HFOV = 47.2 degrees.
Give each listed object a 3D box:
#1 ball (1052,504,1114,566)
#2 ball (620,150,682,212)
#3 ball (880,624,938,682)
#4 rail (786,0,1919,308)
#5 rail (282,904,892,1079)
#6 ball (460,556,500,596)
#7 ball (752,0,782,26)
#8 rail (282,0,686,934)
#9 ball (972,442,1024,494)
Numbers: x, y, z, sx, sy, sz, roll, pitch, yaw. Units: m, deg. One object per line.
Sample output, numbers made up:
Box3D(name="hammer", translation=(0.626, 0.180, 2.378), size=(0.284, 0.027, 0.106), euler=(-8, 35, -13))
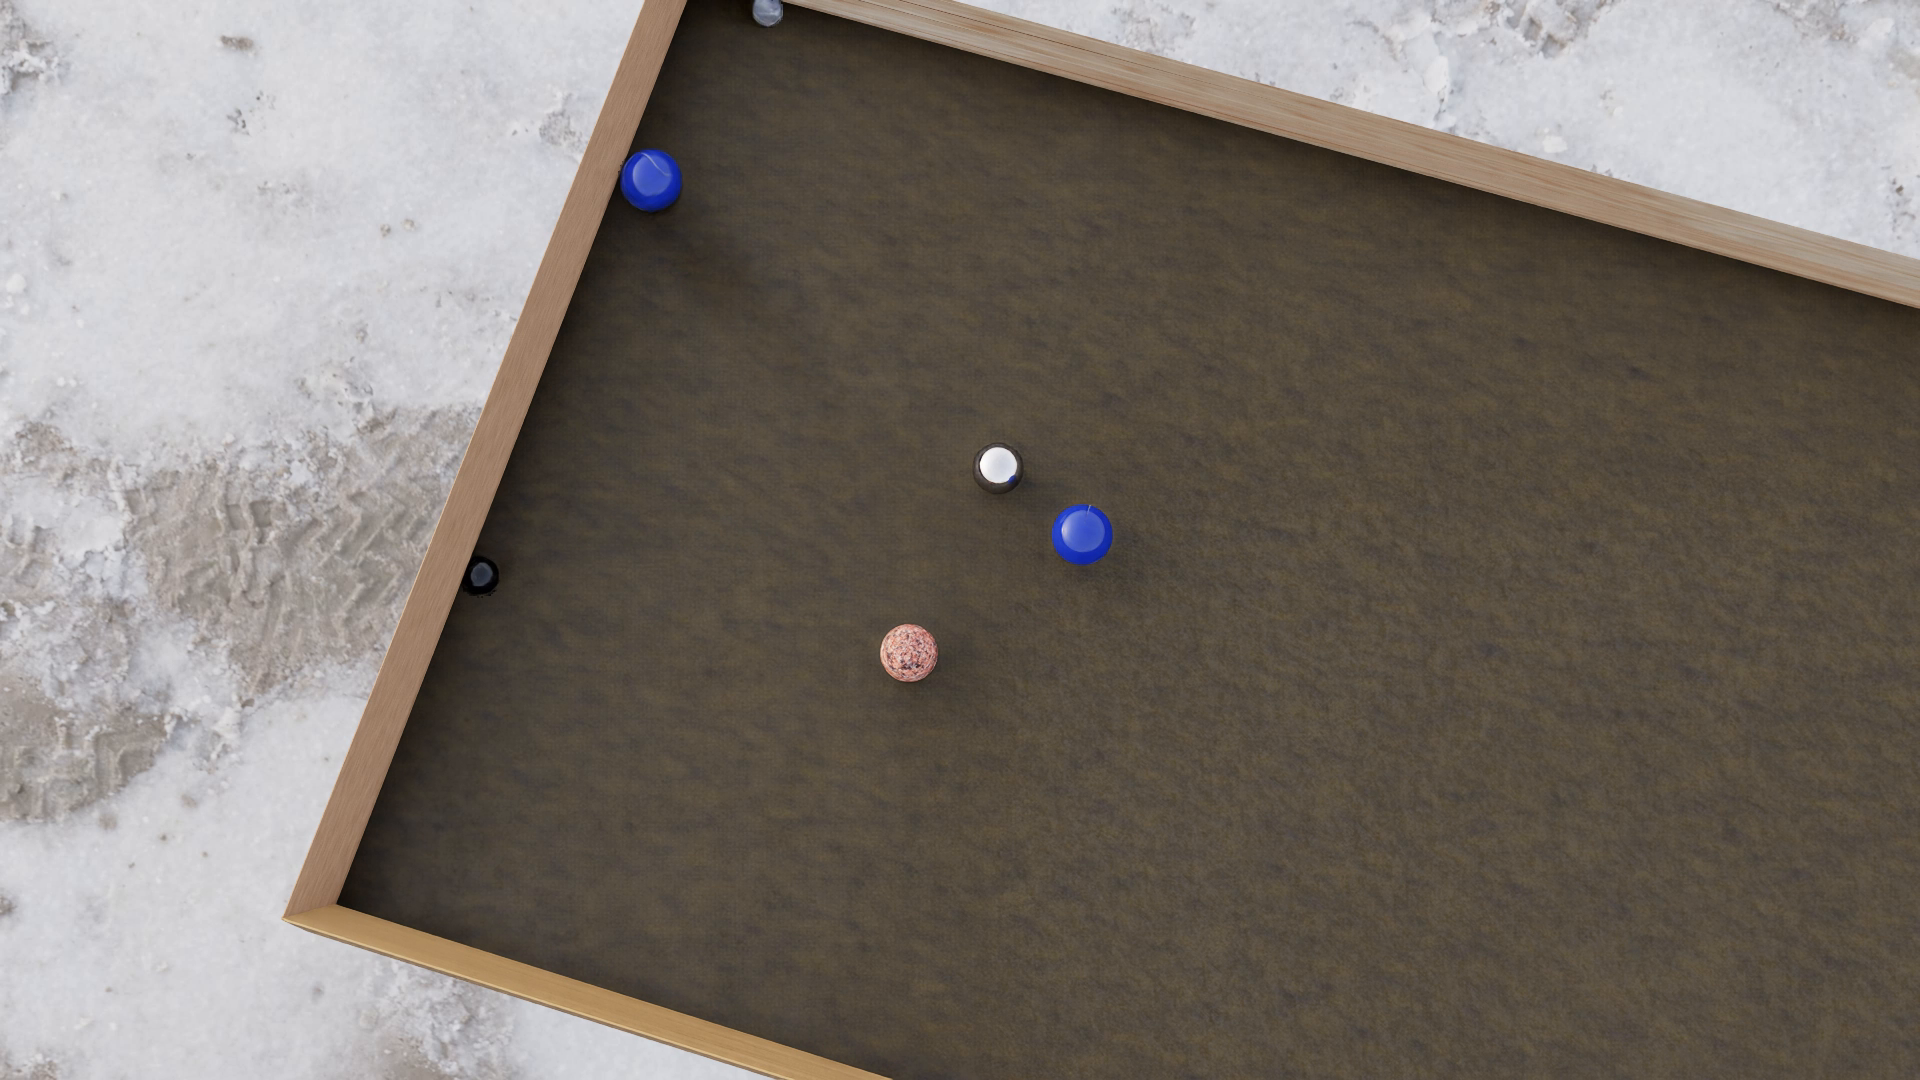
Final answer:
Box3D(name="ball", translation=(0.188, -0.008, 3.379), size=(0.094, 0.094, 0.094), euler=(0, 73, 0))
Box3D(name="ball", translation=(-0.500, -0.581, 3.557), size=(0.099, 0.099, 0.099), euler=(0, 73, 0))
Box3D(name="ball", translation=(-0.077, 0.171, 3.327), size=(0.088, 0.088, 0.088), euler=(0, 73, 0))
Box3D(name="rail", translation=(0.958, -0.552, 3.531), size=(2.998, 0.129, 0.045), euler=(16, 73, 5))
Box3D(name="rail", translation=(0.476, 0.953, 3.058), size=(2.998, 0.129, 0.045), euler=(16, 73, 5))
Box3D(name="ball", translation=(-0.738, 0.056, 3.378), size=(0.059, 0.059, 0.059), euler=(0, 73, 0))
Box3D(name="ball", translation=(-0.324, -0.885, 3.678), size=(0.050, 0.050, 0.050), euler=(0, 73, 0))
Box3D(name="rail", translation=(-0.694, -0.210, 3.424), size=(0.045, 0.129, 1.697), euler=(16, 73, 5))
Box3D(name="ball", translation=(0.059, -0.111, 3.419), size=(0.081, 0.081, 0.081), euler=(0, 73, 0))
